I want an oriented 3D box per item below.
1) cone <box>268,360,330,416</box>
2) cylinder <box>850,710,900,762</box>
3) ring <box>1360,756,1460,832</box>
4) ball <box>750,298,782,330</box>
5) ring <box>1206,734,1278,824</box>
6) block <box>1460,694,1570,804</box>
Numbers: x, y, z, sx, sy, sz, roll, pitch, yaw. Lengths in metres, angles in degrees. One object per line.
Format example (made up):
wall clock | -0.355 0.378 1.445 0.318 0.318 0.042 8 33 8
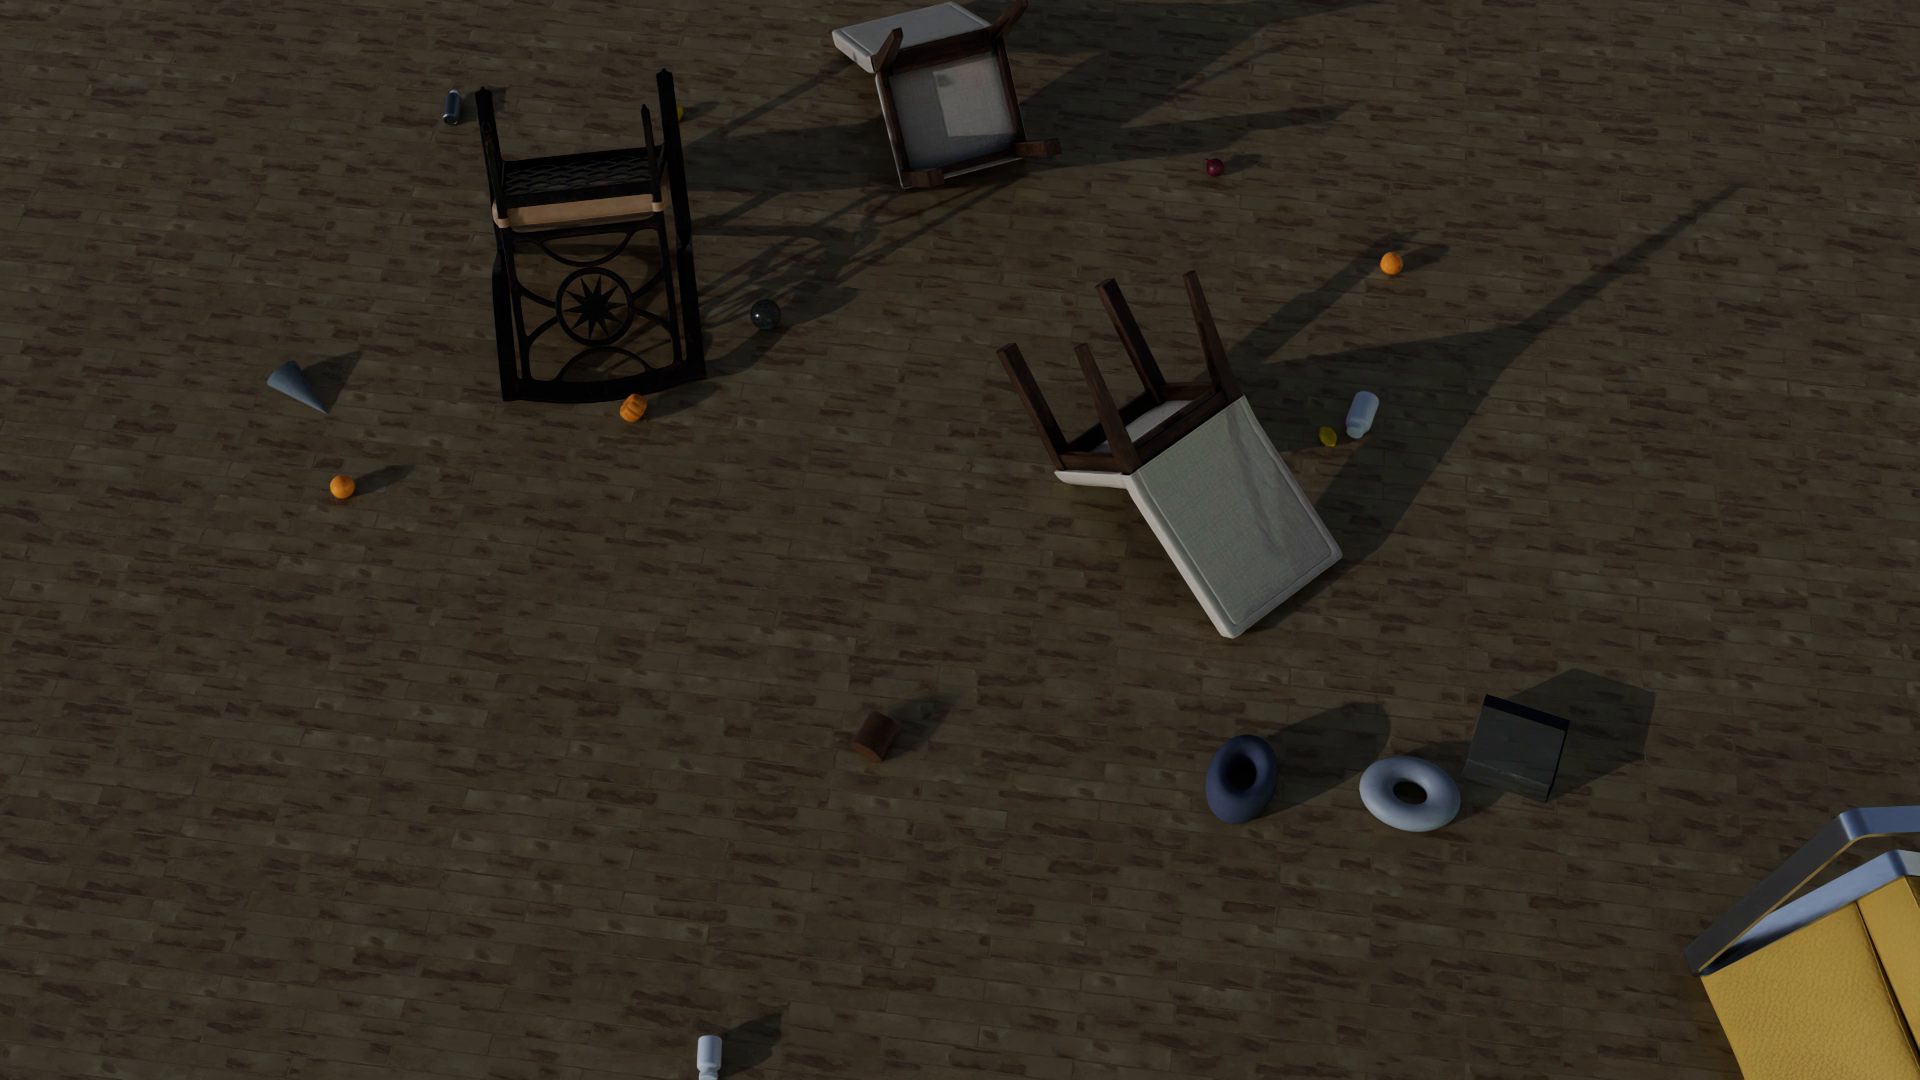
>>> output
cone | -2.041 -0.455 6.856 0.215 0.078 0.115 40 62 12
cylinder | -0.236 0.551 6.164 0.100 0.064 0.112 32 59 2
ring | 1.241 0.699 6.063 0.279 0.070 0.225 11 56 6
ball | -0.618 -0.718 6.997 0.098 0.098 0.098 0 56 0
ring | 0.776 0.658 6.055 0.192 0.129 0.261 19 60 10
block | 1.547 0.580 6.123 0.239 0.101 0.221 18 58 11
